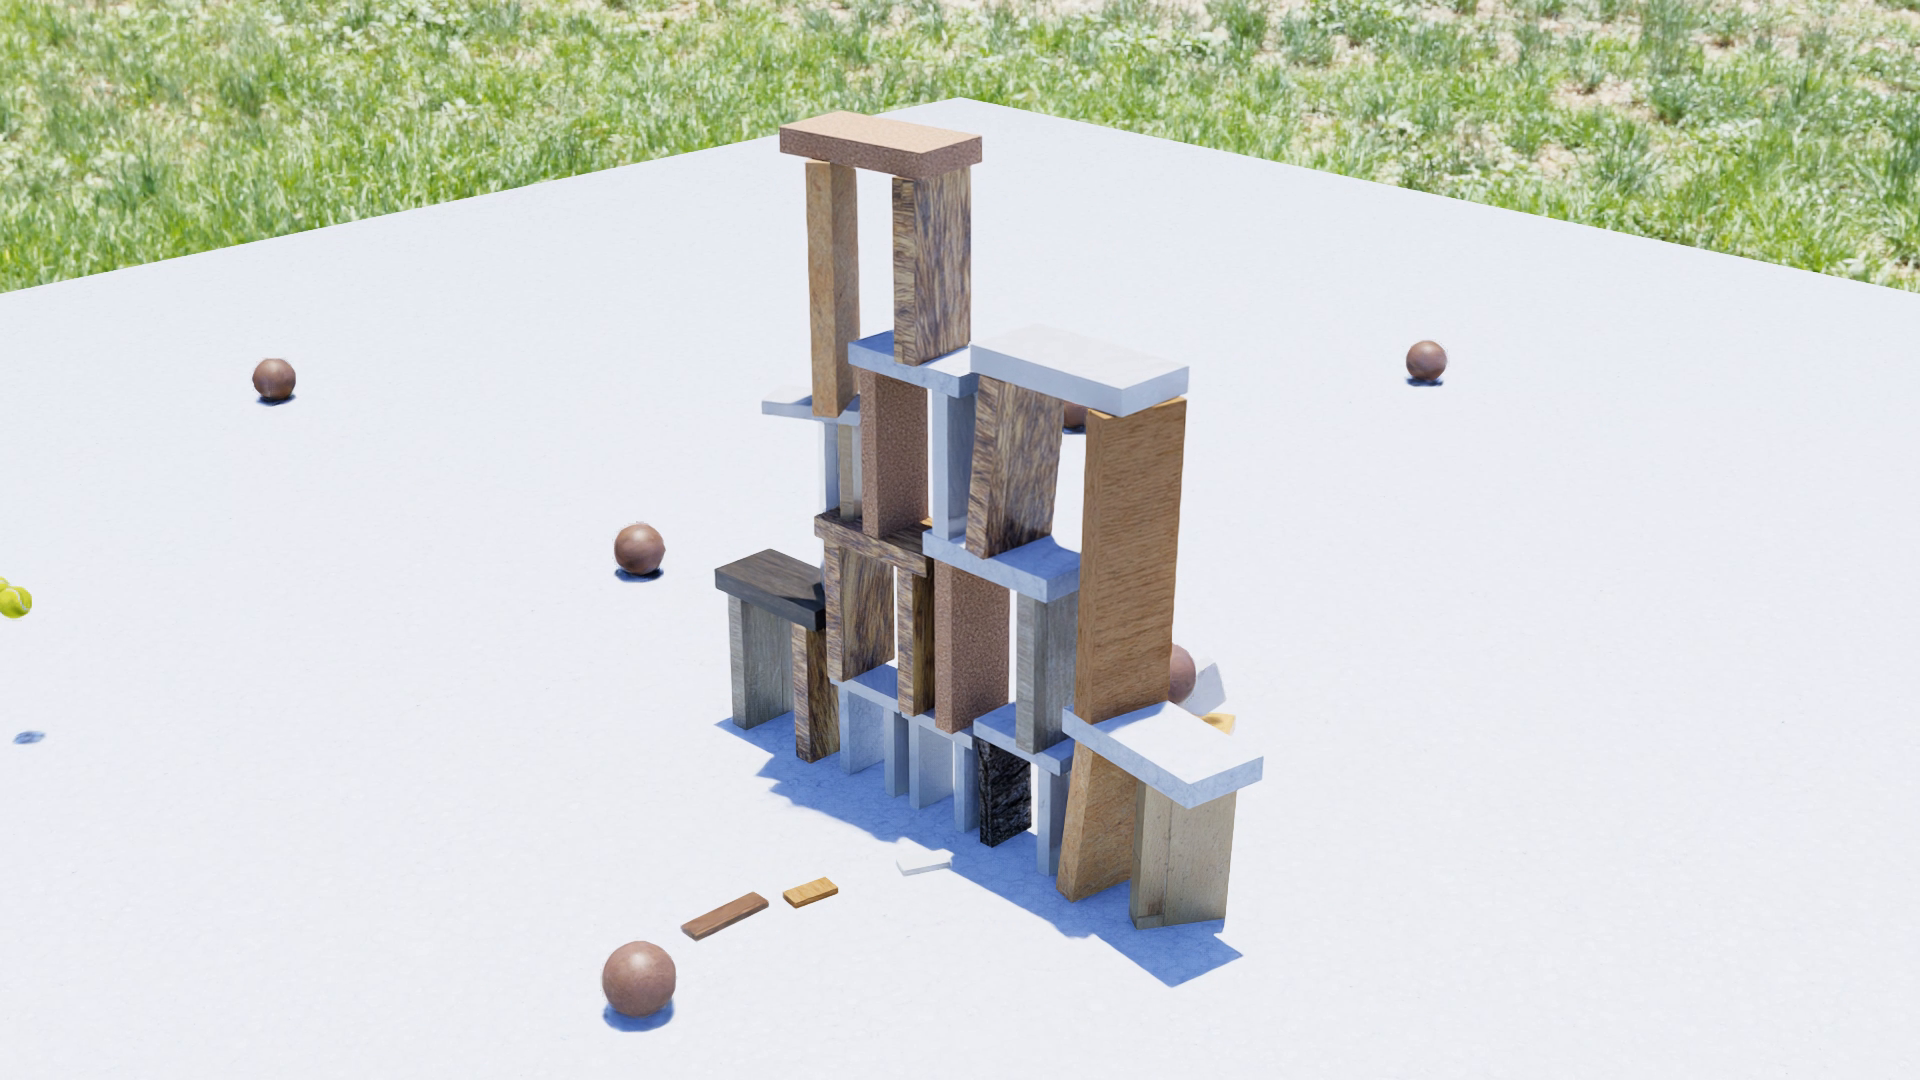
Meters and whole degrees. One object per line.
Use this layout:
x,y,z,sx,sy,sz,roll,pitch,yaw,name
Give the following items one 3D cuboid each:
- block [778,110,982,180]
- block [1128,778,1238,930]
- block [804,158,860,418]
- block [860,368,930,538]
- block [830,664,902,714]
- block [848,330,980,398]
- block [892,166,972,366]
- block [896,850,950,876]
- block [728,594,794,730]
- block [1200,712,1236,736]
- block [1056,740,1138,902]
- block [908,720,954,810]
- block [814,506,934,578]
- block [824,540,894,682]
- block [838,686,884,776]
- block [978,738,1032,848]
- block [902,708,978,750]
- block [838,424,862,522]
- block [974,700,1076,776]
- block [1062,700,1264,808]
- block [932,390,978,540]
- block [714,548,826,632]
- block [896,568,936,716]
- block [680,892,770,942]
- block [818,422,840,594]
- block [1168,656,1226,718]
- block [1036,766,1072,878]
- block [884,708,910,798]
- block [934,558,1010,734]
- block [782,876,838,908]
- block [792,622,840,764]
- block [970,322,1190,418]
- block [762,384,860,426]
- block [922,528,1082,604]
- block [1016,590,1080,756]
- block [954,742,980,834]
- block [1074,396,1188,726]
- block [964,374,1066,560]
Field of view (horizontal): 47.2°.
-0.148,-0.732,4.067,0.347,0.049,0.174,18,29,36,block
0.408,0.548,4.021,0.174,0.347,0.049,-5,28,-12,block
-0.241,-0.498,4.217,0.049,0.497,0.174,5,24,12,block
-0.126,-0.186,4.278,0.041,0.342,0.145,19,30,38,block
-0.160,0.294,4.512,0.202,0.029,0.101,20,30,40,block
-0.057,-0.337,4.143,0.291,0.041,0.145,21,30,40,block
-0.051,-0.511,4.055,0.049,0.347,0.174,16,28,33,block
-0.072,0.627,4.266,0.095,0.014,0.048,-8,24,-19,block
-0.425,0.241,4.788,0.158,0.317,0.045,-21,31,-41,block
0.516,0.431,4.704,0.112,0.032,0.223,6,24,15,block
0.281,0.503,4.126,0.174,0.347,0.049,-16,36,-33,block
-0.058,0.441,4.470,0.028,0.196,0.098,21,31,41,block
-0.128,-0.010,4.355,0.305,0.043,0.153,20,30,38,block
-0.204,0.123,4.488,0.043,0.305,0.153,20,30,39,block
-0.205,0.381,4.603,0.029,0.203,0.101,21,30,40,block
0.089,0.480,4.335,0.115,0.229,0.033,-21,29,-41,block
-0.013,0.356,4.384,0.196,0.028,0.098,21,31,40,block
-0.205,-0.152,4.372,0.029,0.204,0.102,9,25,20,block
0.147,0.380,4.234,0.115,0.033,0.229,-21,31,-40,block
0.360,0.364,3.943,0.174,0.049,0.347,-16,28,-33,block
0.014,-0.158,4.145,0.145,0.291,0.041,-21,30,-40,block
-0.355,0.103,4.650,0.317,0.045,0.158,21,30,40,block
-0.054,0.180,4.362,0.043,0.312,0.153,21,31,40,block
-0.437,0.700,4.094,0.170,0.014,0.048,-20,30,-39,block
-0.268,-0.089,4.503,0.029,0.422,0.102,-4,23,-10,block
0.462,0.352,4.683,0.223,0.112,0.032,-32,35,-20,block
0.200,0.523,4.234,0.115,0.230,0.033,-21,31,-40,block
-0.108,0.418,4.515,0.101,0.203,0.029,-21,31,-41,block
0.025,0.185,4.288,0.162,0.361,0.046,-21,31,-40,block
-0.283,0.668,4.168,0.095,0.014,0.048,-15,27,-32,block
-0.277,0.299,4.651,0.158,0.317,0.045,-21,31,-41,block
0.208,-0.303,3.872,0.356,0.050,0.178,21,31,40,block
-0.278,-0.268,4.346,0.204,0.029,0.102,8,25,18,block
0.101,0.028,4.138,0.162,0.046,0.323,-21,31,-40,block
0.178,0.227,4.139,0.162,0.323,0.046,-21,30,-40,block
0.033,0.477,4.384,0.028,0.196,0.098,21,31,41,block
0.300,0.036,3.894,0.178,0.591,0.050,-15,29,-31,block
0.104,-0.154,4.046,0.178,0.356,0.050,-20,36,-39,block
